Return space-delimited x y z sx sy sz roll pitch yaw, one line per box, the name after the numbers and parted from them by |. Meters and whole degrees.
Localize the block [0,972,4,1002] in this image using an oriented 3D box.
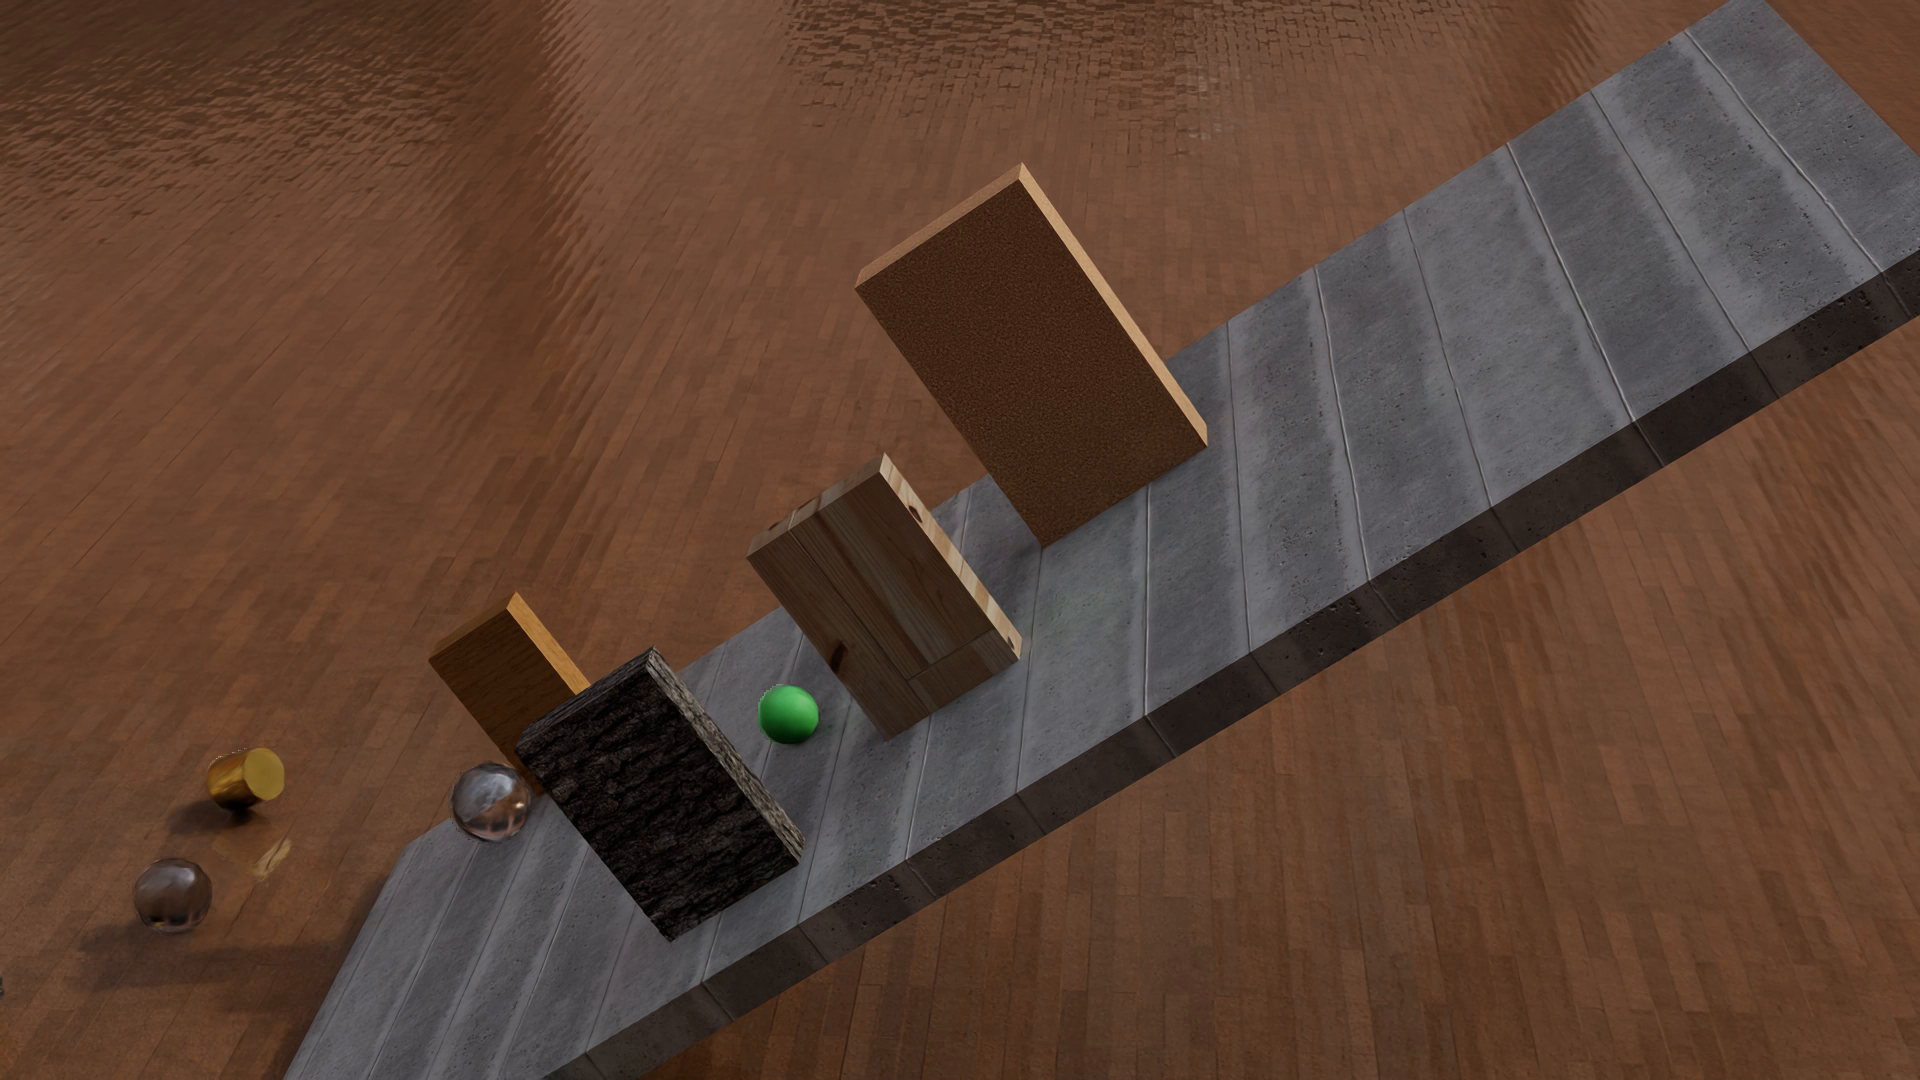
-2.436 1.056 7.059 0.190 0.190 0.190 3 21 7 | block

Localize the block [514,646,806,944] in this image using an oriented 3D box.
-0.585 0.501 5.768 0.322 0.502 0.107 -32 16 15 | block

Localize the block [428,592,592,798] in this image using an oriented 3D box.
-1.070 0.383 7.279 0.250 0.448 0.113 -32 16 15 | block

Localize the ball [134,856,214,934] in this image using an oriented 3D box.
-1.992 0.901 7.451 0.195 0.195 0.195 0 21 0 | ball

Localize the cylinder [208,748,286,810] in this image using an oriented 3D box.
-1.959 0.656 8.074 0.148 0.148 0.148 -17 10 32 | cylinder

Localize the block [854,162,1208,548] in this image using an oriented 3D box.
0.159 -0.395 6.380 0.428 0.716 0.145 -32 16 15 | block

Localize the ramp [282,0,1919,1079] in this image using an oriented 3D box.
0.136 0.174 6.306 4.000 0.100 2.000 -32 16 15 | ramp

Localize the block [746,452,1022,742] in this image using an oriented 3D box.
-0.151 0.118 5.979 0.331 0.487 0.115 -32 16 15 | block

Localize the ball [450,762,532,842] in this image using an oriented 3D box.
-1.142 0.639 7.164 0.194 0.194 0.194 0 21 0 | ball

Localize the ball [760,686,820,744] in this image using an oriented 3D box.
-0.370 0.379 6.369 0.129 0.129 0.129 0 21 0 | ball
